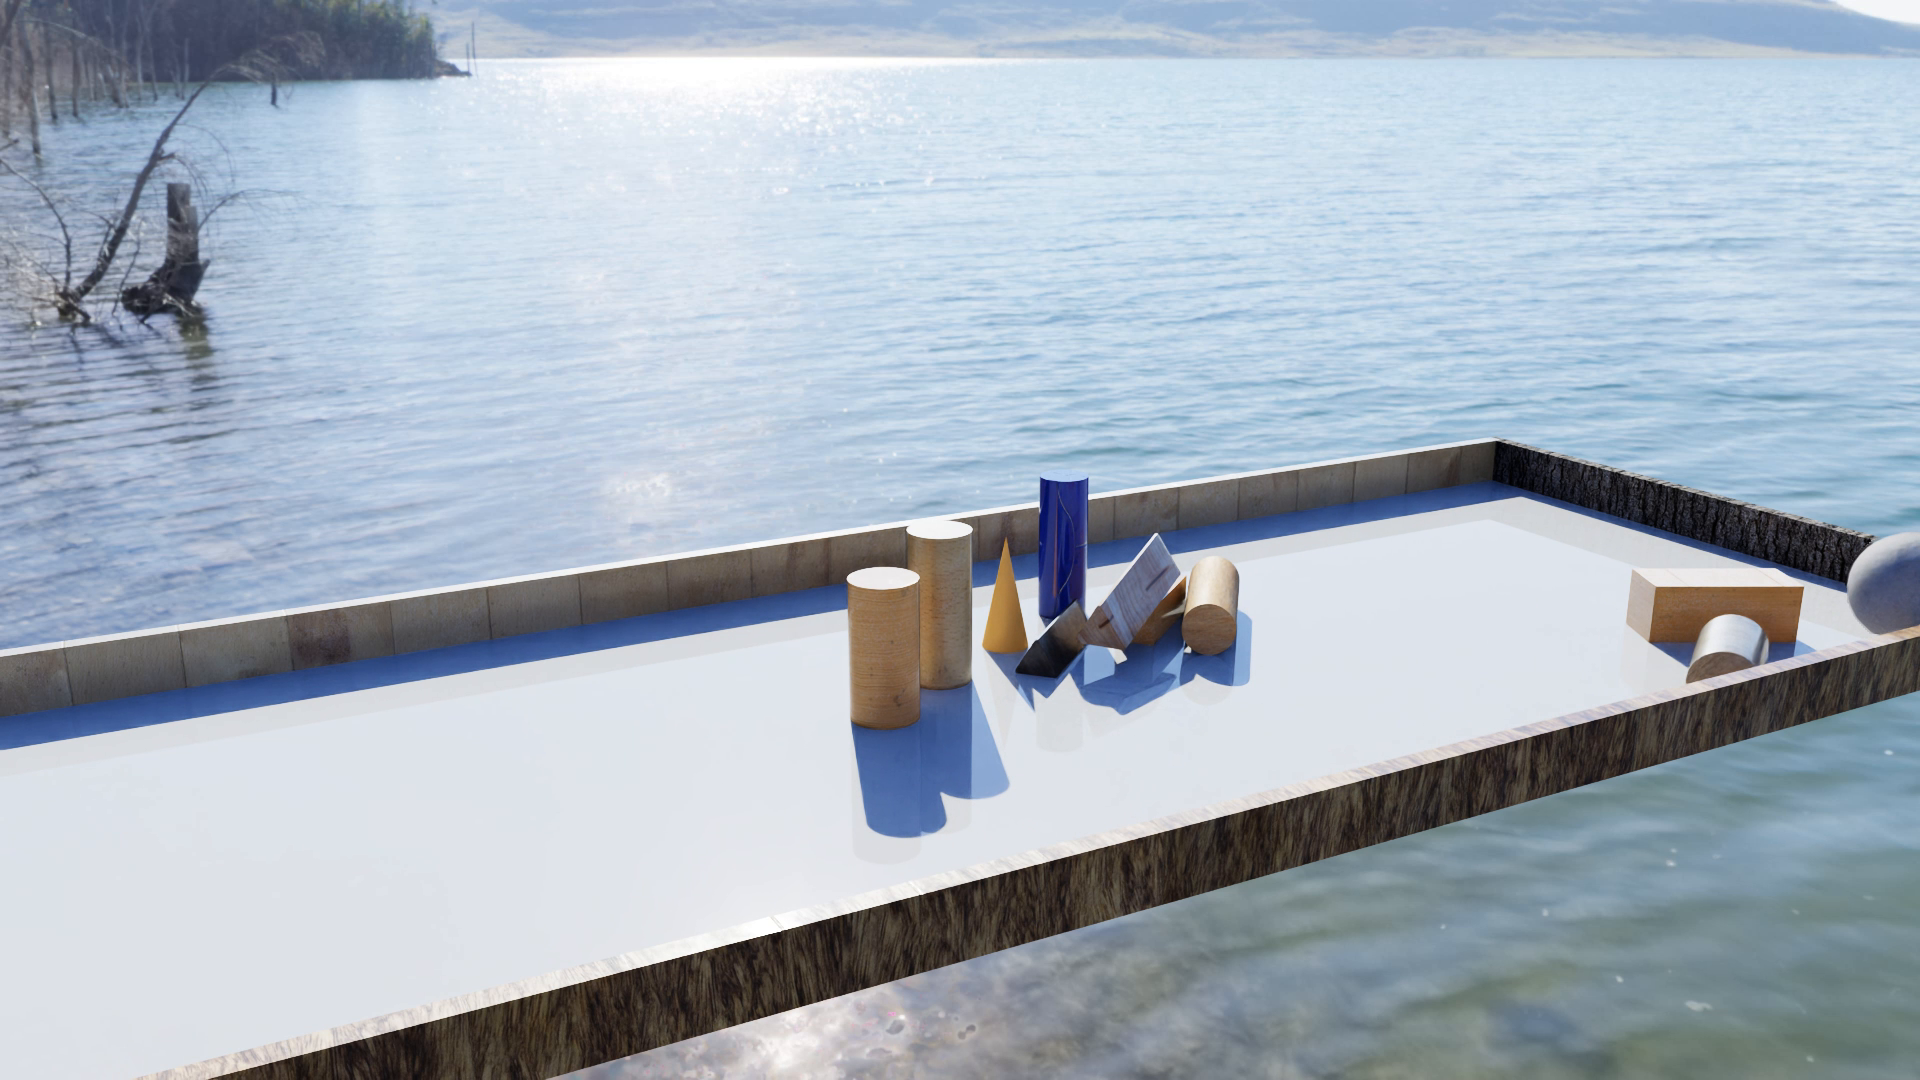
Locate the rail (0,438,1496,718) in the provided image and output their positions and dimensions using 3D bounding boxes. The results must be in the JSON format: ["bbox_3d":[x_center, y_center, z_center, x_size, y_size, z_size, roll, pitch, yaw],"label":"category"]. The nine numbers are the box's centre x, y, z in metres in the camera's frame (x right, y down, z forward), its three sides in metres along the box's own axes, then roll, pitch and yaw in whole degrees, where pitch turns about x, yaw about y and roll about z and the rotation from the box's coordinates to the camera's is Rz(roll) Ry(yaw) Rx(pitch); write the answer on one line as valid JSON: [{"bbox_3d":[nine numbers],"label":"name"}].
[{"bbox_3d":[-3.305,0.497,3.399,12.000,0.150,0.050,-9,18,-27],"label":"rail"}]

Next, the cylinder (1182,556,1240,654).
[{"bbox_3d":[0.689,0.174,4.512,0.142,0.142,0.433,3,17,10],"label":"cylinder"}]

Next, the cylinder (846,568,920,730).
[{"bbox_3d":[-0.178,0.254,3.877,0.168,0.346,0.168,0,16,0],"label":"cylinder"}]

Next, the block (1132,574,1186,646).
[{"bbox_3d":[0.527,0.184,4.538,0.107,0.107,0.311,7,18,22],"label":"block"}]

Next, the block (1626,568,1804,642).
[{"bbox_3d":[2.043,0.177,4.473,0.395,0.158,0.158,0,16,0],"label":"block"}]

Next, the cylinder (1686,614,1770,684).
[{"bbox_3d":[1.875,0.305,4.025,0.165,0.165,0.304,8,18,27],"label":"cylinder"}]

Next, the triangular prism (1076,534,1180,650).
[{"bbox_3d":[0.447,0.125,4.347,0.135,0.117,0.421,9,30,25],"label":"triangular prism"}]

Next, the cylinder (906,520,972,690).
[{"bbox_3d":[-0.050,0.162,4.109,0.162,0.391,0.162,0,16,0],"label":"cylinder"}]

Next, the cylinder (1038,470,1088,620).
[{"bbox_3d":[0.287,0.013,4.602,0.136,0.399,0.136,0,16,0],"label":"cylinder"}]

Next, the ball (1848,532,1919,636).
[{"bbox_3d":[2.529,0.129,4.383,0.301,0.301,0.301,0,16,0],"label":"ball"}]

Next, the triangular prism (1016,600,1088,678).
[{"bbox_3d":[0.253,0.250,4.326,0.110,0.095,0.348,6,18,19],"label":"triangular prism"}]

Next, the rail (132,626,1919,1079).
[{"bbox_3d":[-2.336,1.006,1.665,12.000,0.150,0.050,-9,18,-27],"label":"rail"}]

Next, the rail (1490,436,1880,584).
[{"bbox_3d":[2.466,-0.048,5.253,0.050,0.150,2.100,-9,18,-27],"label":"rail"}]

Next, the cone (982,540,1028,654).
[{"bbox_3d":[0.120,0.135,4.358,0.125,0.302,0.125,0,16,0],"label":"cone"}]
